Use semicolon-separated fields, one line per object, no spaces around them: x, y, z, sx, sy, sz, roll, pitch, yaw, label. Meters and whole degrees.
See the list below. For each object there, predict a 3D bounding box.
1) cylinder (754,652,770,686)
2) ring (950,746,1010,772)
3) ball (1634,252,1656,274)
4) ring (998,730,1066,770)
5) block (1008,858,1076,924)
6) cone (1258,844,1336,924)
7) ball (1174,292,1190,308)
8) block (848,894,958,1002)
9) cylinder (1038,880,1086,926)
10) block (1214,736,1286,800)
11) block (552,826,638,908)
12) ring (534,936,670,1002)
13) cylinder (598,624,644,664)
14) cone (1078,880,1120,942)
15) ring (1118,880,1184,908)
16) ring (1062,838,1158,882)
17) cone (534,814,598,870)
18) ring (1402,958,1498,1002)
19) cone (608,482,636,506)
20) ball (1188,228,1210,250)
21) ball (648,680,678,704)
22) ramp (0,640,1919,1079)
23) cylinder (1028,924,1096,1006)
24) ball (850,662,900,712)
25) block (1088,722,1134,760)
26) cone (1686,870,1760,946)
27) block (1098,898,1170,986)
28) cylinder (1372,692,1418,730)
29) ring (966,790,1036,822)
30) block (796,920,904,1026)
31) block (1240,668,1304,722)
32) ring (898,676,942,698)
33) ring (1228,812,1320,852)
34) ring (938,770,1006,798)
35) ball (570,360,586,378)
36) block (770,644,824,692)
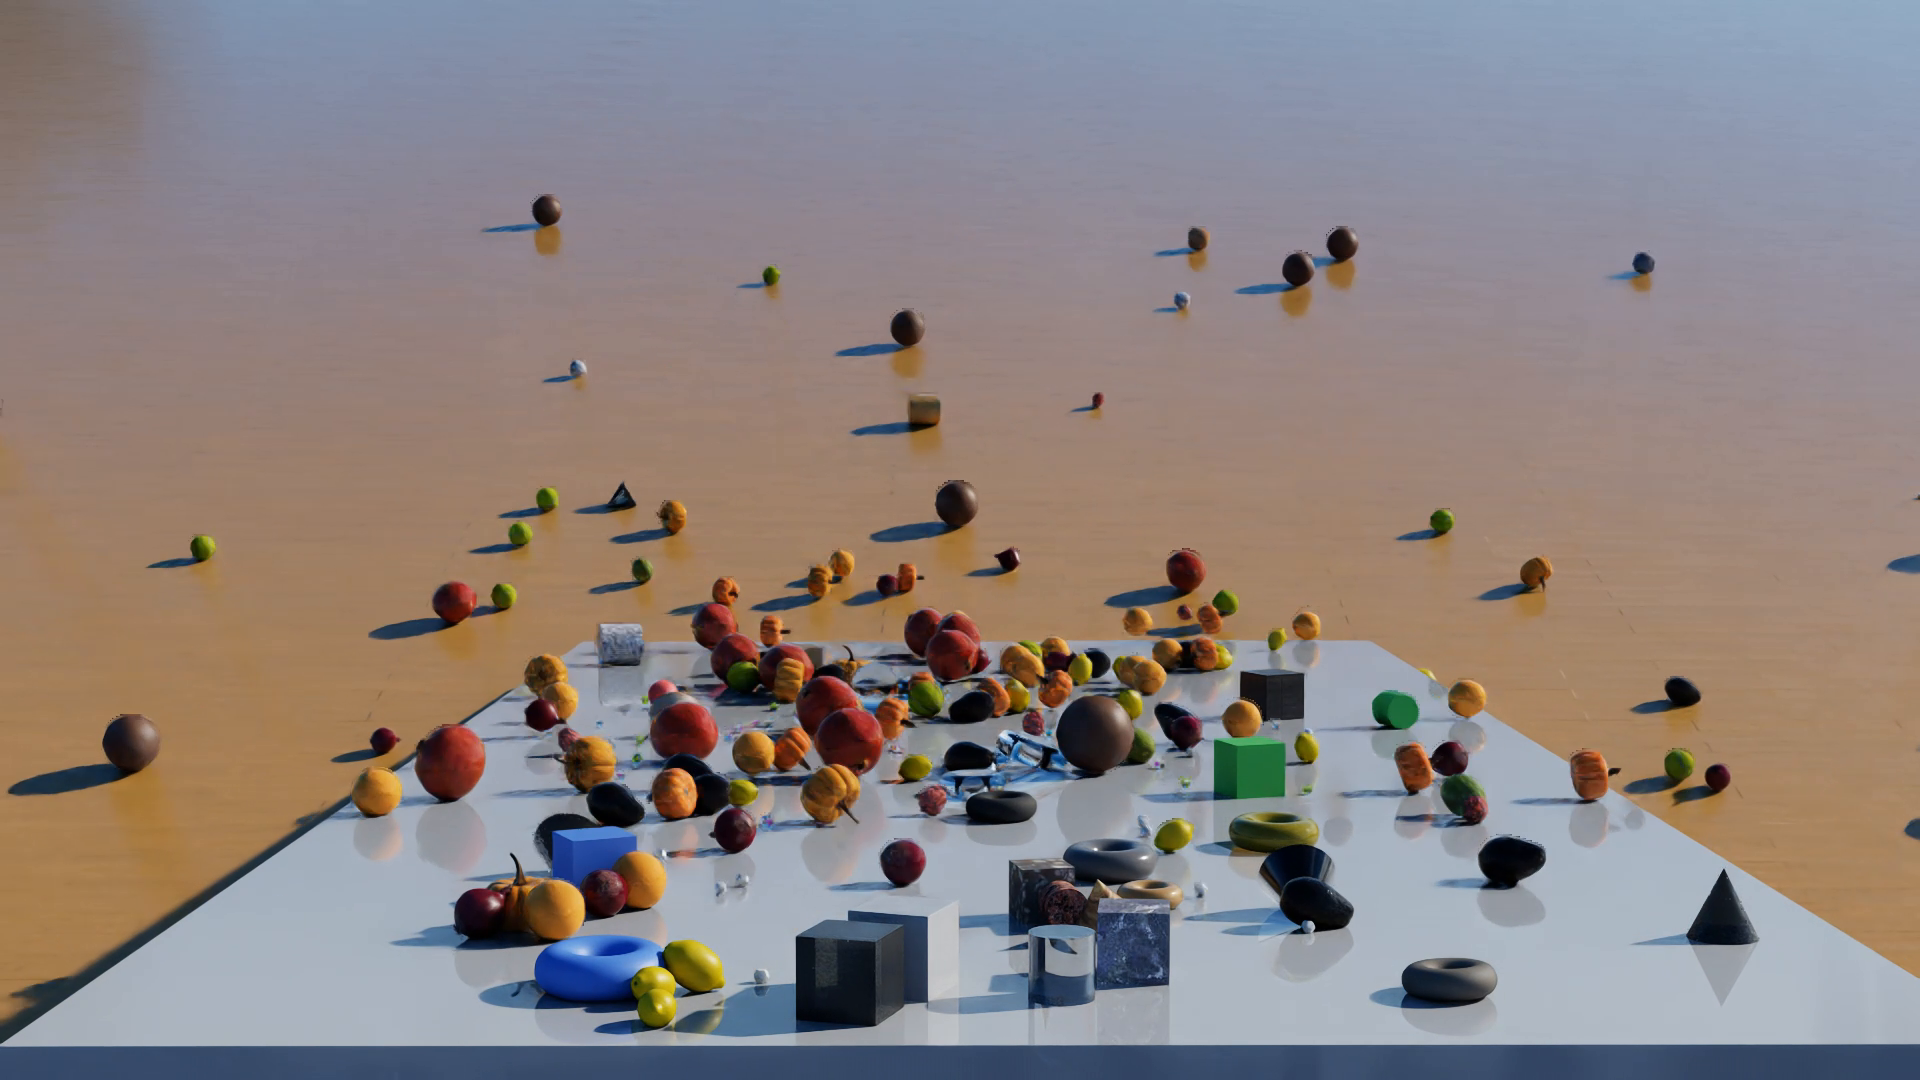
-0.399;0.277;5.591;0.073;0.073;0.073;-3;17;-45;cylinder
0.034;0.372;4.350;0.104;0.035;0.104;0;5;0;ring
2.777;-1.124;10.419;0.088;0.088;0.088;0;20;0;ball
0.121;0.356;4.340;0.124;0.041;0.124;20;3;-1;ring
0.100;0.429;3.141;0.066;0.066;0.066;-1;4;-13;block
0.418;0.440;3.140;0.096;0.096;0.096;0;30;0;cone
0.860;-0.926;9.921;0.062;0.062;0.062;0;20;0;ball
-0.060;0.439;2.764;0.092;0.092;0.092;1;4;21;block
0.124;0.439;3.084;0.052;0.052;0.052;-4;4;-10;cylinder
0.460;0.362;4.086;0.084;0.084;0.084;-1;4;-20;block
-0.463;0.413;3.252;0.084;0.084;0.084;-2;4;-26;block
-0.385;0.461;2.766;0.145;0.048;0.145;0;5;0;ring
-0.791;0.242;5.982;0.094;0.094;0.094;-1;20;-16;cylinder
0.167;0.421;3.006;0.070;0.070;0.070;-9;38;7;cone
0.237;0.444;3.207;0.084;0.028;0.084;-1;4;0;ring
0.199;0.425;3.405;0.126;0.042;0.126;0;5;0;ring
-0.522;0.426;3.392;0.093;0.093;0.093;-1;30;-2;cone
0.522;0.469;2.741;0.101;0.034;0.101;-3;1;0;ring
-1.036;-0.121;7.773;0.082;0.082;0.082;-30;25;-3;cone
1.004;-1.267;10.799;0.094;0.094;0.094;0;20;0;ball
-0.595;0.310;5.147;0.060;0.060;0.060;0;20;0;ball
0.047;0.428;4.533;2.000;0.100;4.000;0;3;0;ramp
0.108;0.451;2.726;0.071;0.071;0.071;0;3;0;cylinder
-0.170;0.293;5.125;0.097;0.097;0.097;0;20;0;ball
0.265;0.351;4.484;0.058;0.058;0.058;-2;4;-30;block
0.898;0.427;3.023;0.083;0.083;0.083;0;3;0;cone
0.192;0.441;2.827;0.078;0.078;0.078;0;3;5;block
0.827;0.323;4.882;0.065;0.065;0.065;-7;5;-18;cylinder
0.062;0.401;3.858;0.108;0.036;0.108;-1;4;0;ring
-0.113;0.447;2.660;0.087;0.087;0.087;1;4;18;block
0.610;0.303;5.023;0.089;0.089;0.089;-2;4;-28;block
-0.091;0.309;5.366;0.112;0.037;0.112;1;3;0;ring
0.442;0.412;3.617;0.128;0.043;0.128;1;5;0;ring
0.020;0.387;4.080;0.108;0.036;0.108;-1;3;0;ring
-1.347;-0.604;9.050;0.059;0.059;0.059;0;20;0;ball
-0.350;0.274;5.495;0.090;0.090;0.090;-1;4;-21;block
